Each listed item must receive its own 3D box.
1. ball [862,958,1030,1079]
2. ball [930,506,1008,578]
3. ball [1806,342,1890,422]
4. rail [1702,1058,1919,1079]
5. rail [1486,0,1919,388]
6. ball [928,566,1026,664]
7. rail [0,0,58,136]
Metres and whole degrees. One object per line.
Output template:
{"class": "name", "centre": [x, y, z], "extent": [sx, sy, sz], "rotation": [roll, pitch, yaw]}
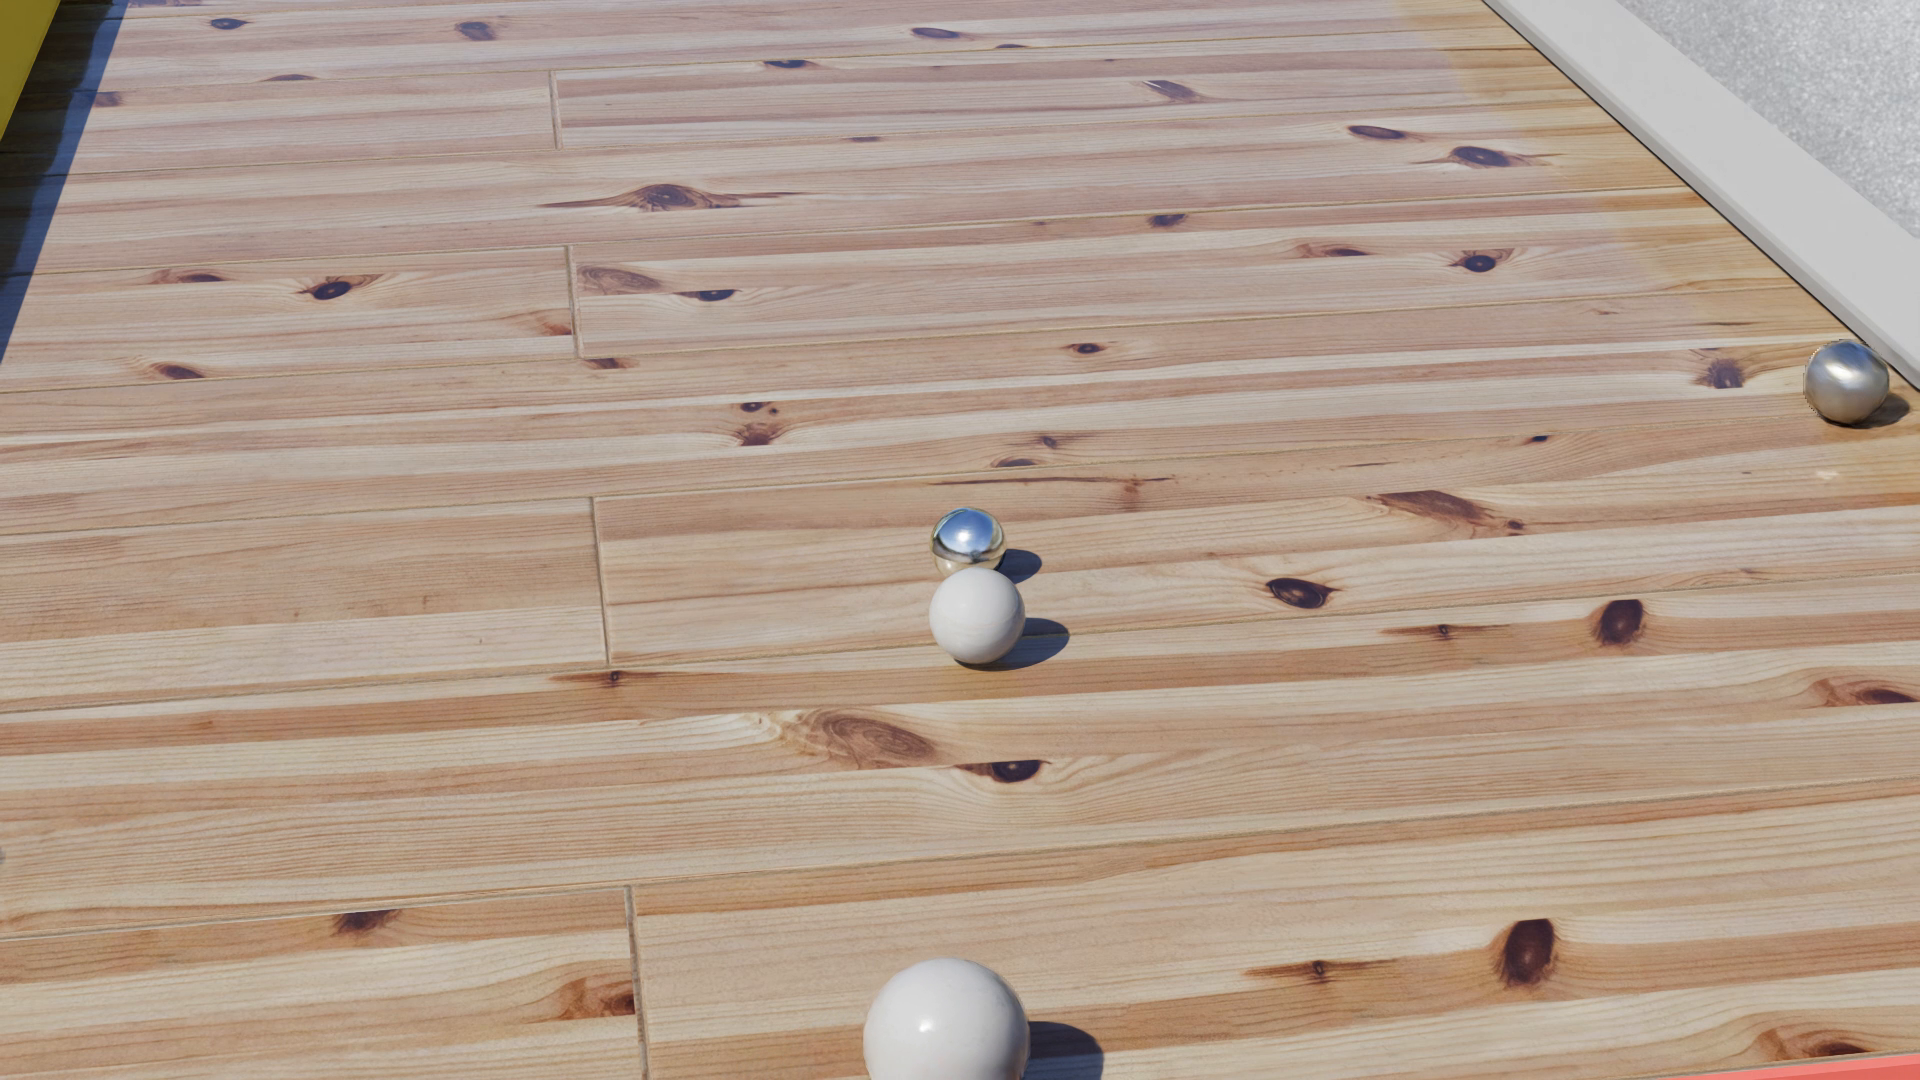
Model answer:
{"class": "ball", "centre": [-0.007, 0.241, 1.415], "extent": [0.081, 0.081, 0.081], "rotation": [0, 26, 0]}
{"class": "ball", "centre": [0.005, 0.004, 1.928], "extent": [0.051, 0.051, 0.051], "rotation": [0, 26, 0]}
{"class": "ball", "centre": [0.651, -0.116, 2.159], "extent": [0.060, 0.060, 0.060], "rotation": [0, 26, 0]}
{"class": "rail", "centre": [0.106, 0.287, 1.296], "extent": [1.533, 0.105, 0.045], "rotation": [-4, 27, -8]}
{"class": "rail", "centre": [0.624, -0.388, 2.655], "extent": [0.045, 0.105, 2.891], "rotation": [-4, 27, -8]}
{"class": "ball", "centre": [0.011, 0.047, 1.830], "extent": [0.061, 0.061, 0.061], "rotation": [0, 26, 0]}
{"class": "rail", "centre": [-0.844, -0.288, 2.453], "extent": [0.045, 0.105, 2.891], "rotation": [-4, 27, -8]}
